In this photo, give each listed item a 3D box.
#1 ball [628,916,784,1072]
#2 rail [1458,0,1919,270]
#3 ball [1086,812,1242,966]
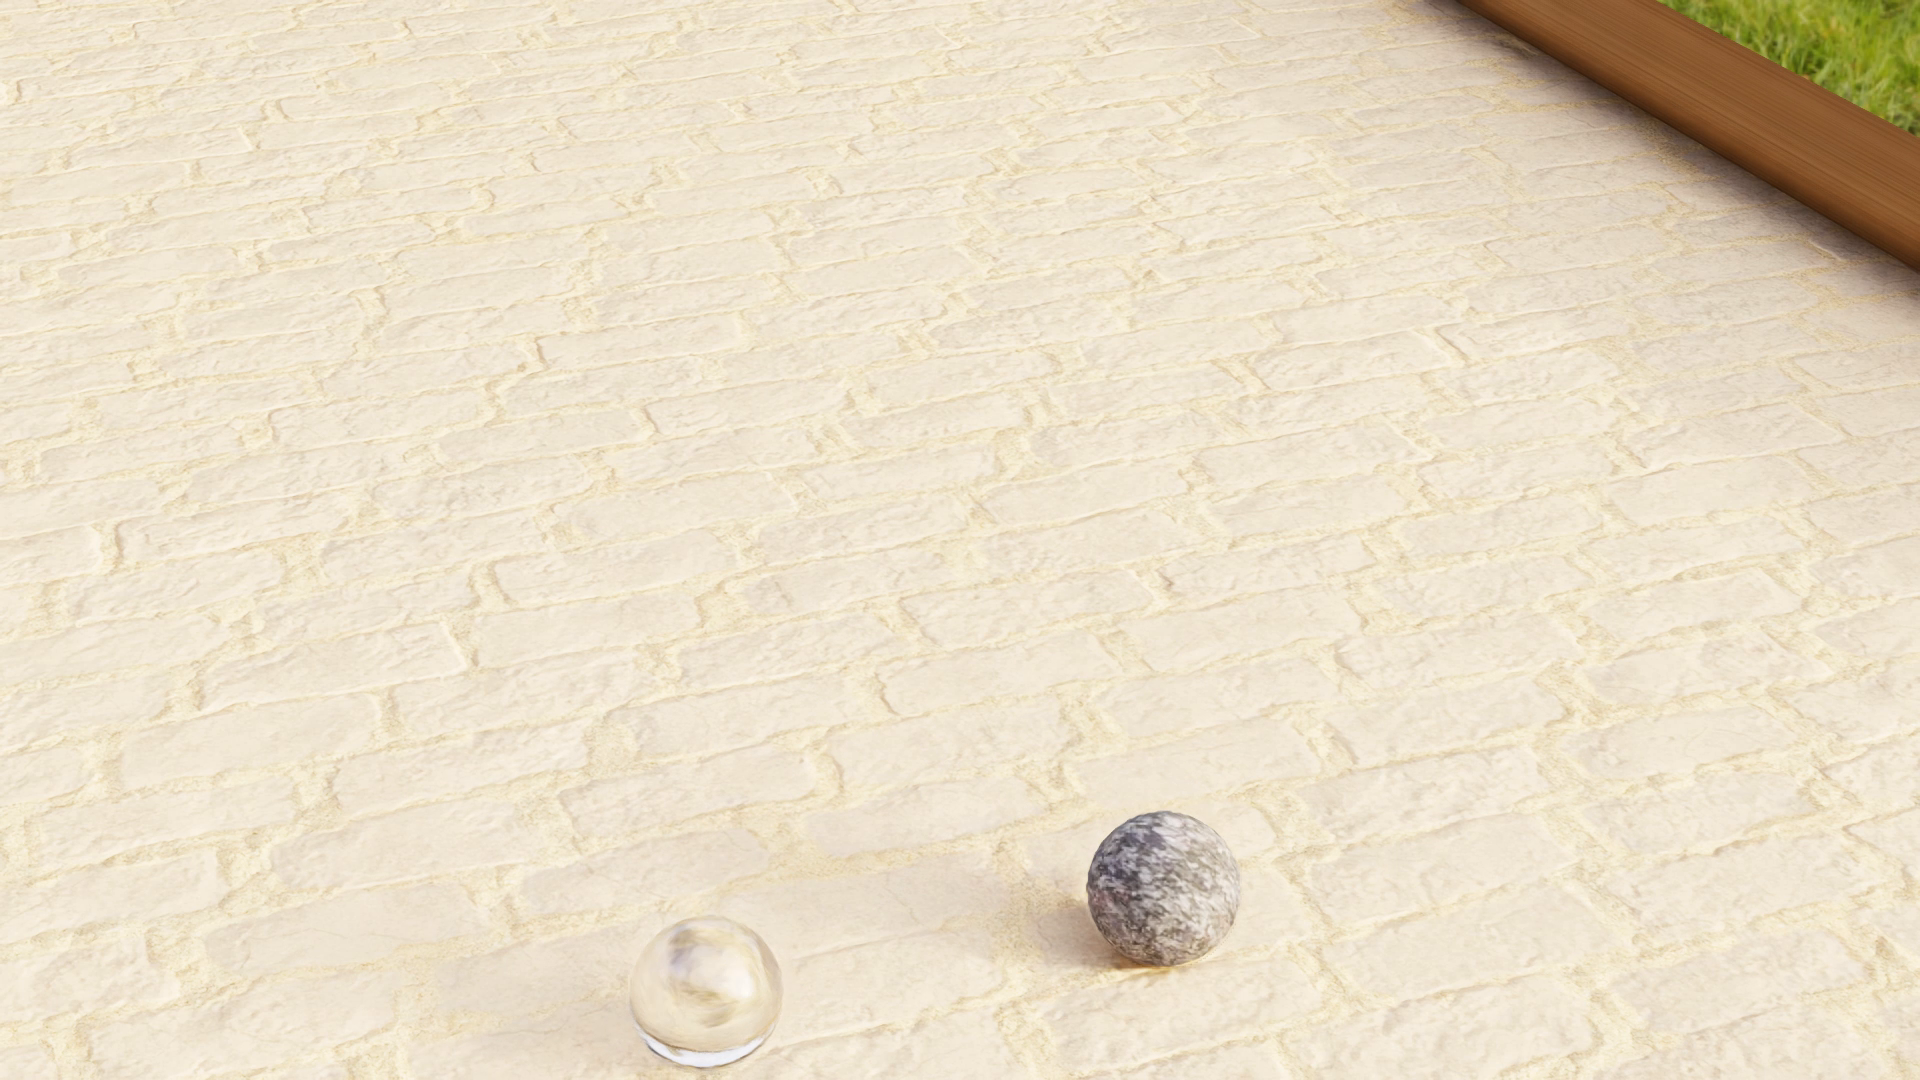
[{"bbox_3d":[-0.125,0.225,1.455,0.077,0.077,0.077,0,27,0],"label":"ball"},{"bbox_3d":[0.554,-0.532,2.890,0.045,0.105,3.531,-9,29,-17],"label":"rail"},{"bbox_3d":[0.106,0.182,1.534,0.081,0.081,0.081,0,27,0],"label":"ball"}]
